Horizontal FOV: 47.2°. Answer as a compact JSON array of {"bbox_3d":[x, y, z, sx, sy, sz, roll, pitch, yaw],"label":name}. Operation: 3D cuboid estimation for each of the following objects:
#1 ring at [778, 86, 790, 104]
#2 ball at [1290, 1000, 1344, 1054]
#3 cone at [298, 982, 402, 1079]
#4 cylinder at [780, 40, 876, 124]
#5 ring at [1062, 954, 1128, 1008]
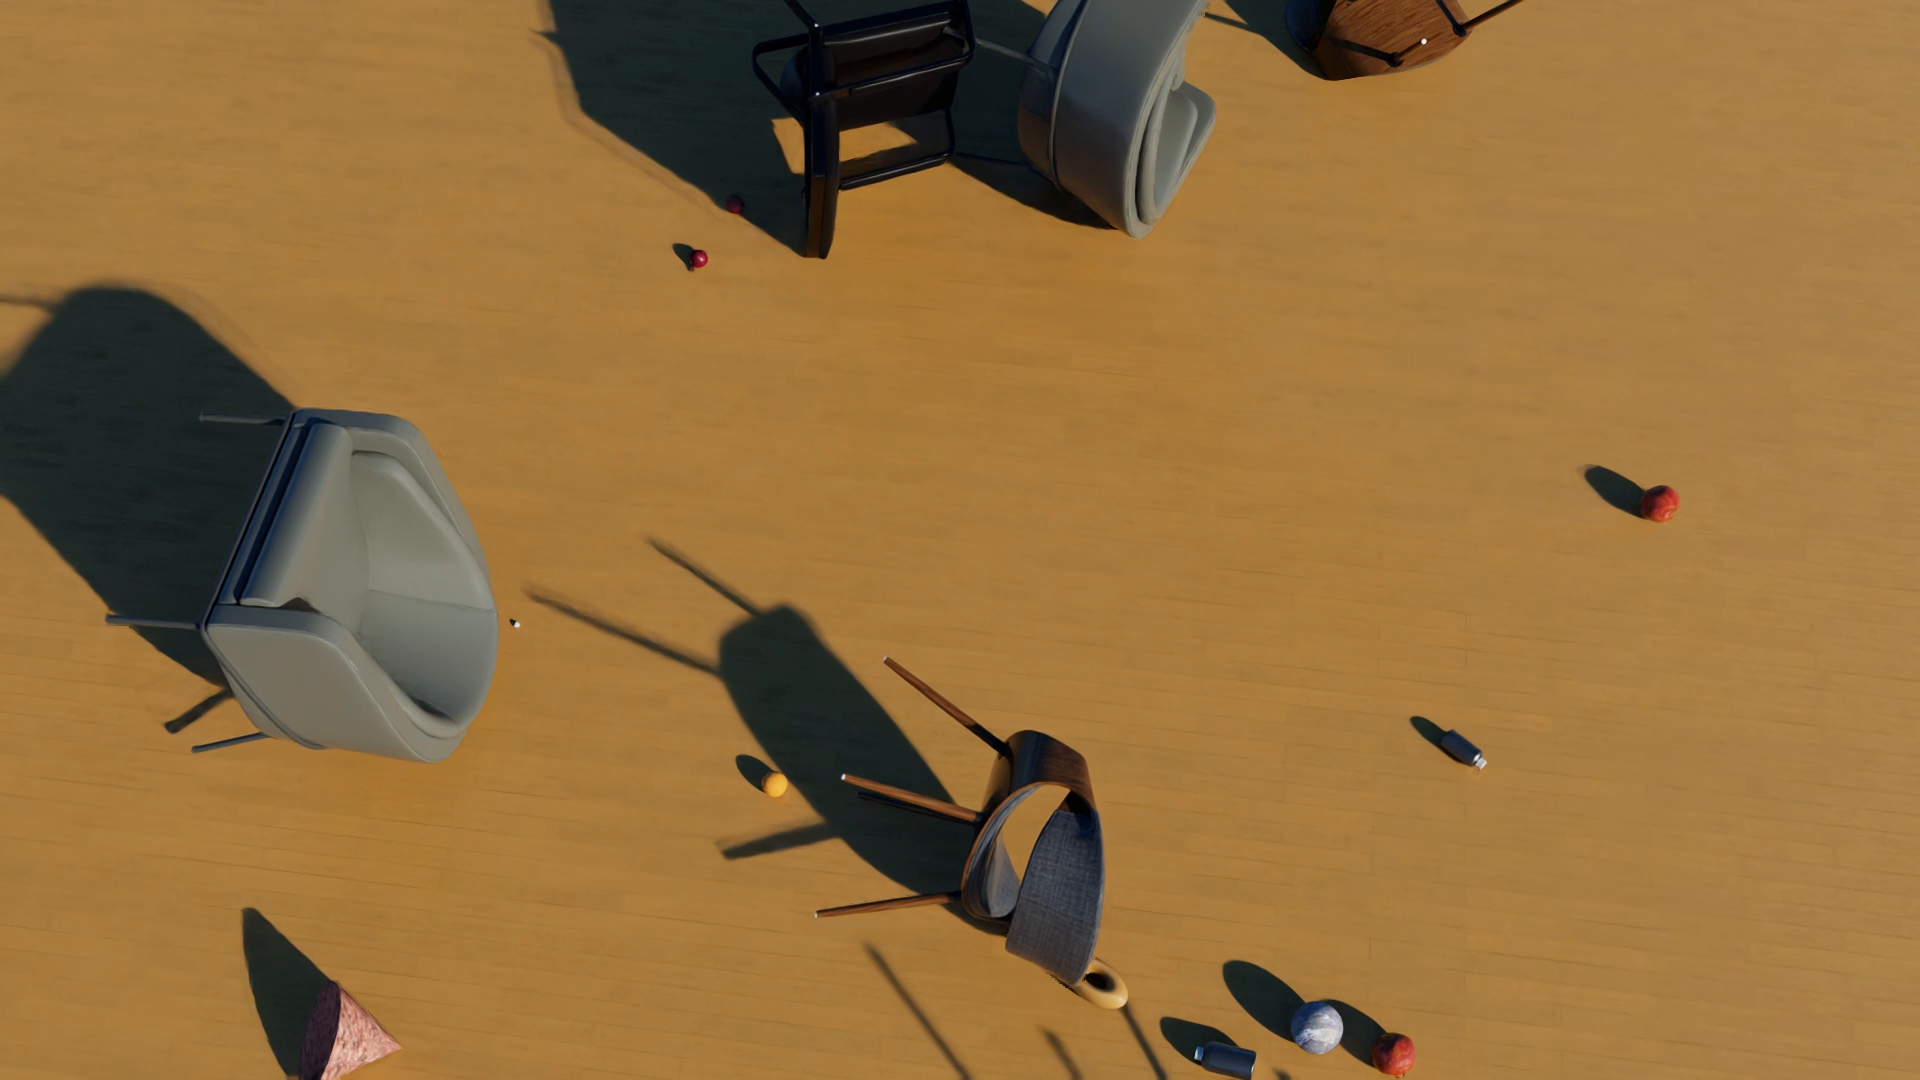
[{"bbox_3d":[-0.589,-1.548,7.581,0.079,0.053,0.087,9,58,8],"label":"ring"},{"bbox_3d":[0.917,1.253,5.652,0.134,0.134,0.134,0,56,0],"label":"ball"},{"bbox_3d":[-1.534,1.288,5.637,0.220,0.297,0.256,17,25,-30],"label":"cone"},{"bbox_3d":[-0.447,-1.552,7.454,0.263,0.185,0.244,-41,42,-6],"label":"cylinder"},{"bbox_3d":[0.354,1.155,5.761,0.200,0.064,0.111,33,61,21],"label":"ring"}]
